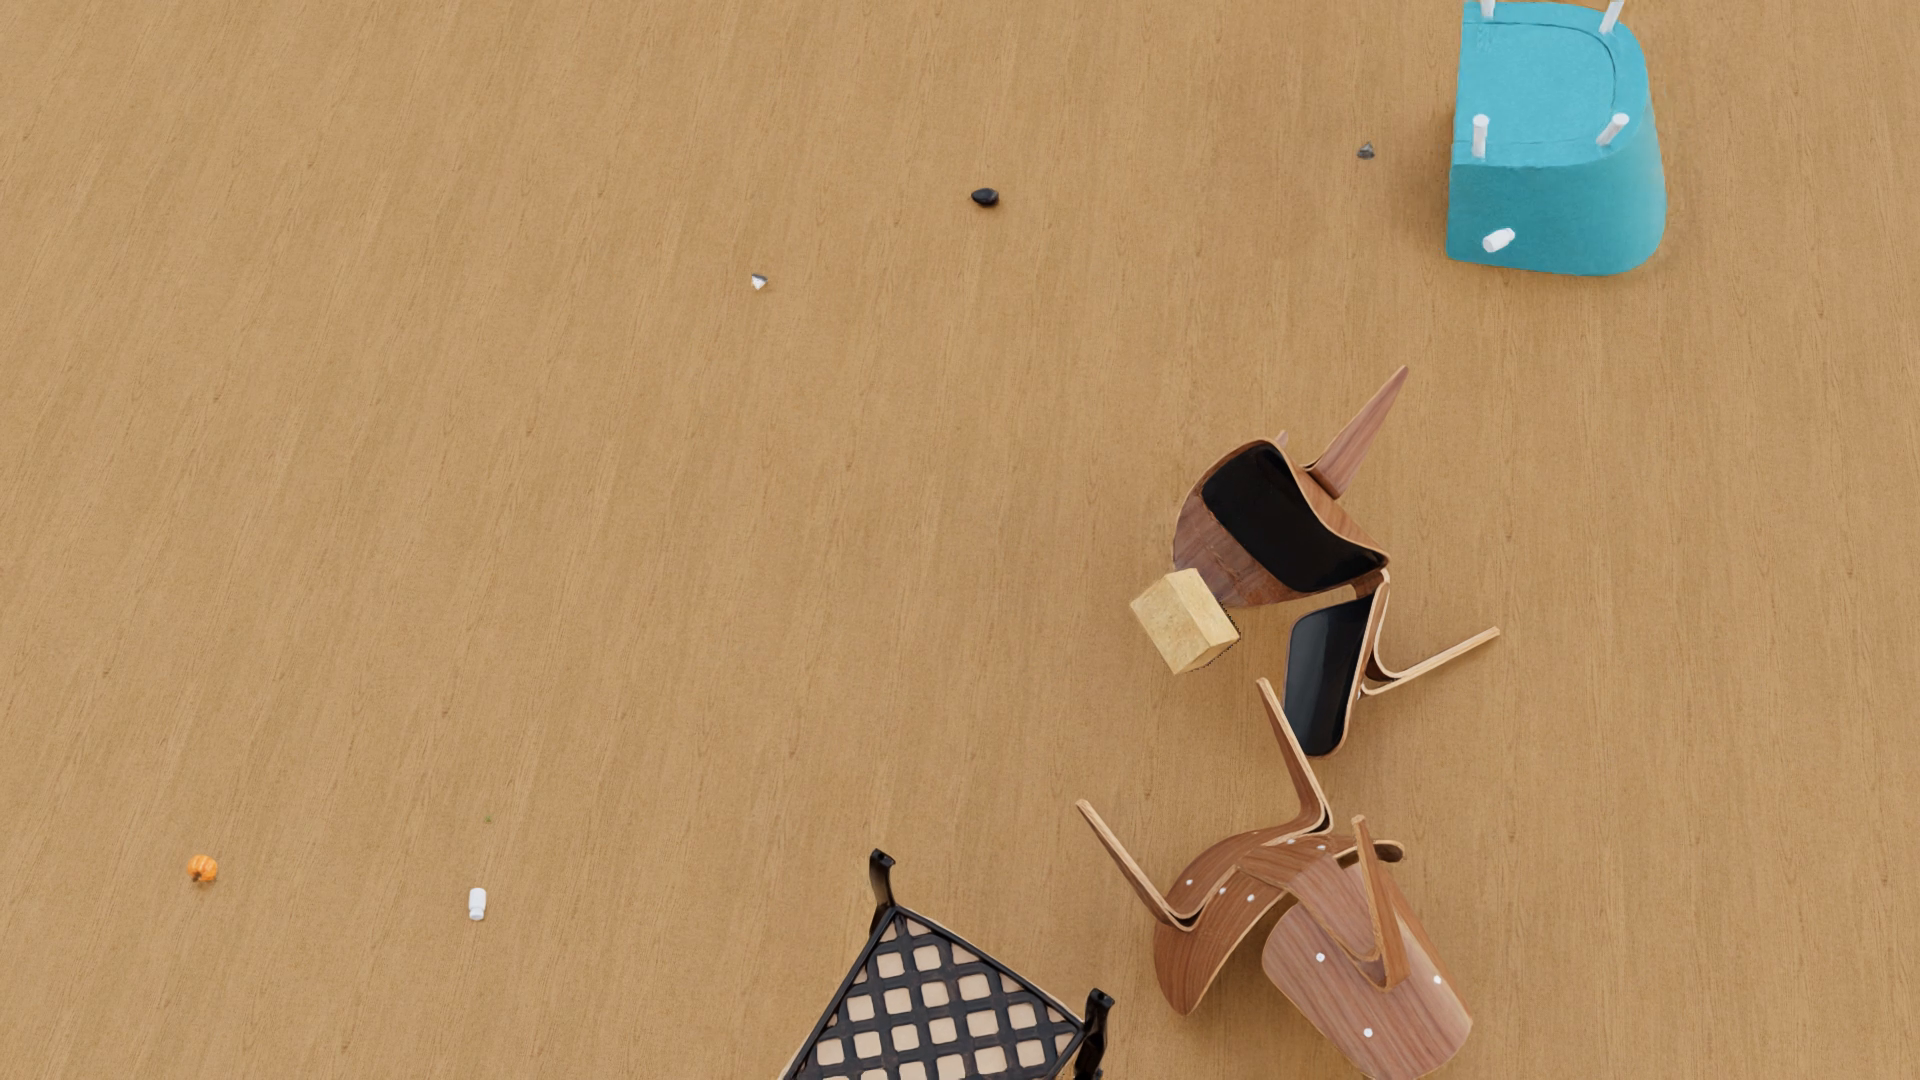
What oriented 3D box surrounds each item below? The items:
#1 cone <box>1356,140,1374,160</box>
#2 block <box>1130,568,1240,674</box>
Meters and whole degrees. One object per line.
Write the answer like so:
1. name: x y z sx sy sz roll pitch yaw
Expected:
1. cone: 1.310 -1.262 7.067 0.062 0.047 0.063 5 60 29
2. block: 0.576 0.206 5.631 0.141 0.138 0.216 -12 66 -51
